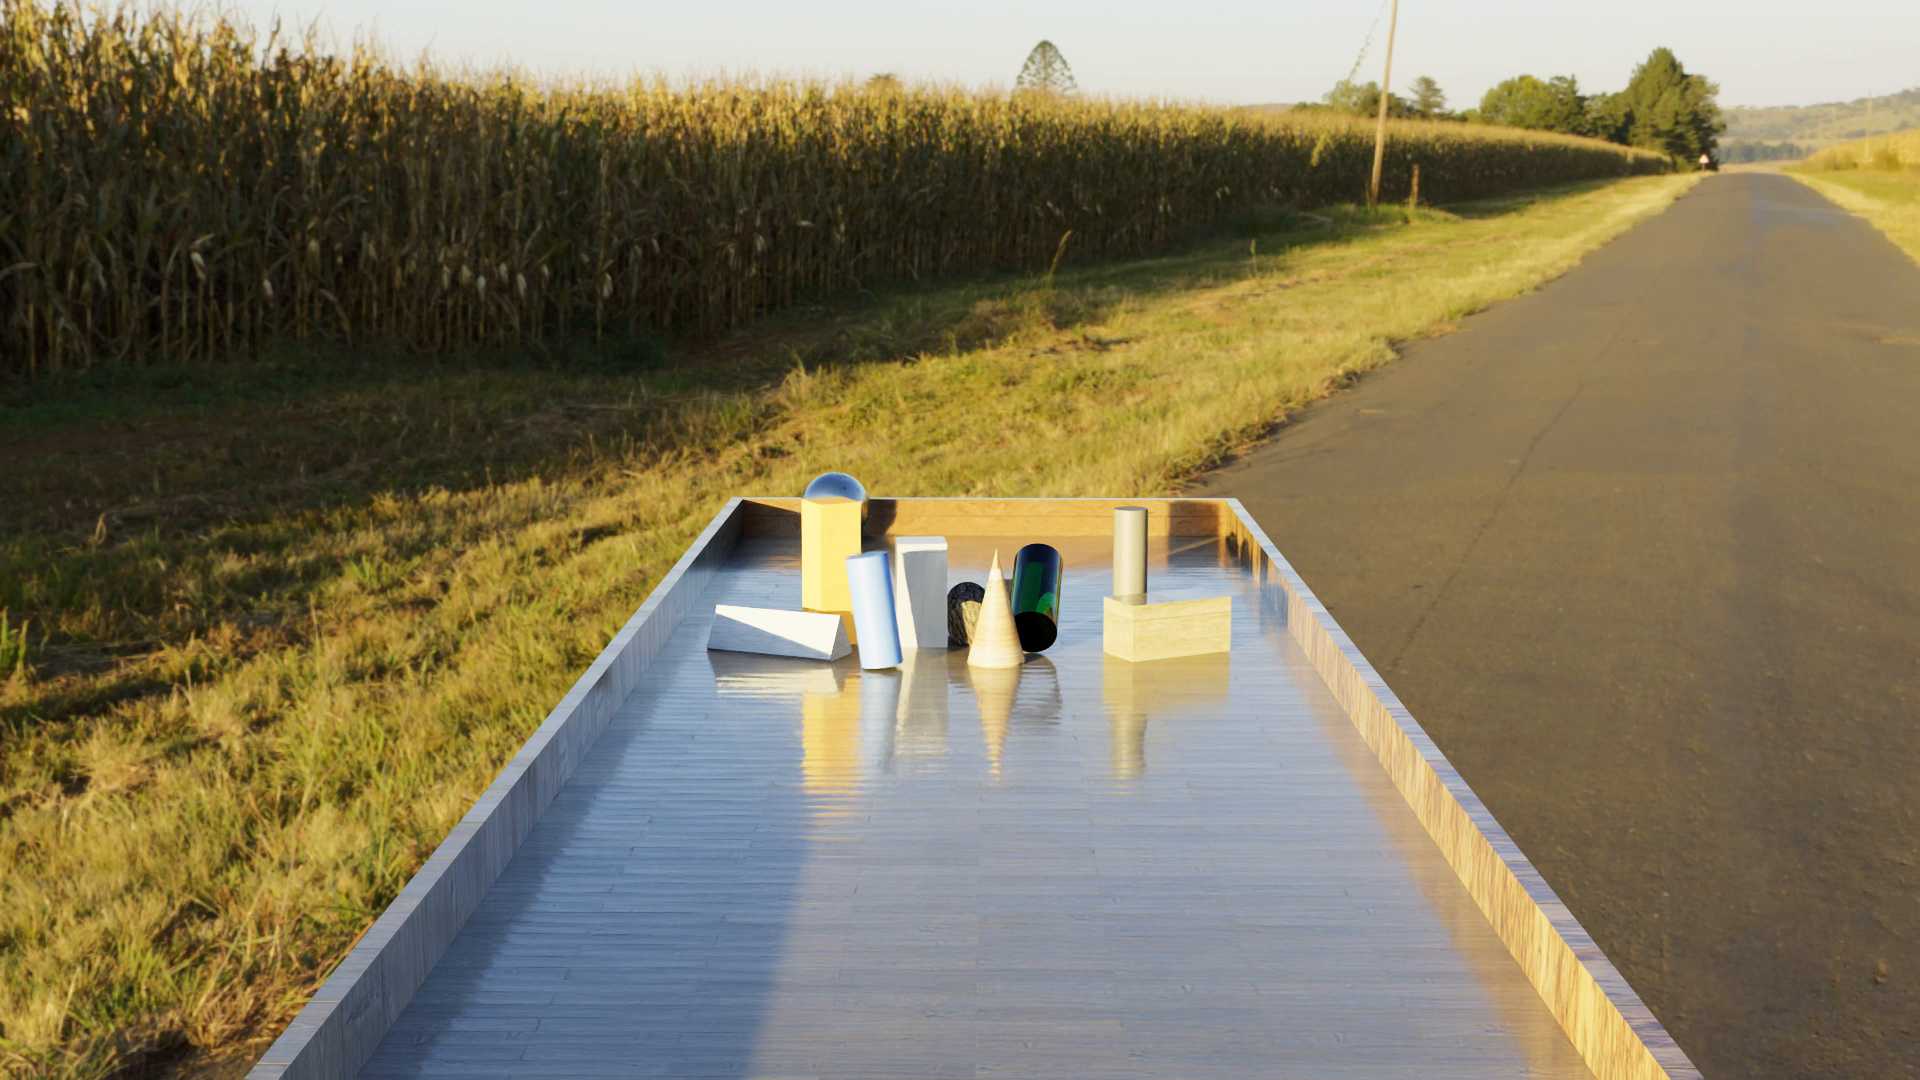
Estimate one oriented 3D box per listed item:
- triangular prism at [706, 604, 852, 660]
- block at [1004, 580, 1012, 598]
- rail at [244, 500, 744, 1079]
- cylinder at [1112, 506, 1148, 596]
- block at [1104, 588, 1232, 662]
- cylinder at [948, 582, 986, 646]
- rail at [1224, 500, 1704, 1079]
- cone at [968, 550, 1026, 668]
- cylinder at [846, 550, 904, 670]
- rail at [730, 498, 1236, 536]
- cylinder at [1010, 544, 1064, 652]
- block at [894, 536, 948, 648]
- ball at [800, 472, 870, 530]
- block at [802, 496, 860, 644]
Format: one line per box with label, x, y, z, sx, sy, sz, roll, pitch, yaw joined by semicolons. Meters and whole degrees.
triangular prism;-0.562;0.279;6.817;0.431;0.128;0.148;4;10;23
block;0.158;0.222;7.244;0.114;0.114;0.431;0;9;-2
rail;-1.004;0.839;3.234;0.050;0.150;12.000;0;9;1
cylinder;0.538;0.111;6.952;0.108;0.425;0.108;0;9;0
block;0.642;0.260;6.818;0.354;0.172;0.172;-5;10;-27
cylinder;0.028;0.235;7.067;0.143;0.143;0.349;0;9;-1
rail;1.046;0.843;3.208;0.050;0.150;12.000;0;9;1
cone;0.110;0.197;6.645;0.177;0.351;0.177;0;9;0
cylinder;-0.256;0.209;6.578;0.126;0.334;0.126;-8;8;1
rail;0.099;-0.098;9.147;2.100;0.150;0.050;0;9;1
cylinder;0.237;0.179;6.919;0.158;0.158;0.371;1;34;5
block;-0.123;0.163;6.937;0.156;0.327;0.156;-1;9;-4
ball;-0.509;-0.137;8.981;0.280;0.280;0.280;0;9;0
block;-0.406;0.099;6.936;0.137;0.452;0.137;-5;11;-29
